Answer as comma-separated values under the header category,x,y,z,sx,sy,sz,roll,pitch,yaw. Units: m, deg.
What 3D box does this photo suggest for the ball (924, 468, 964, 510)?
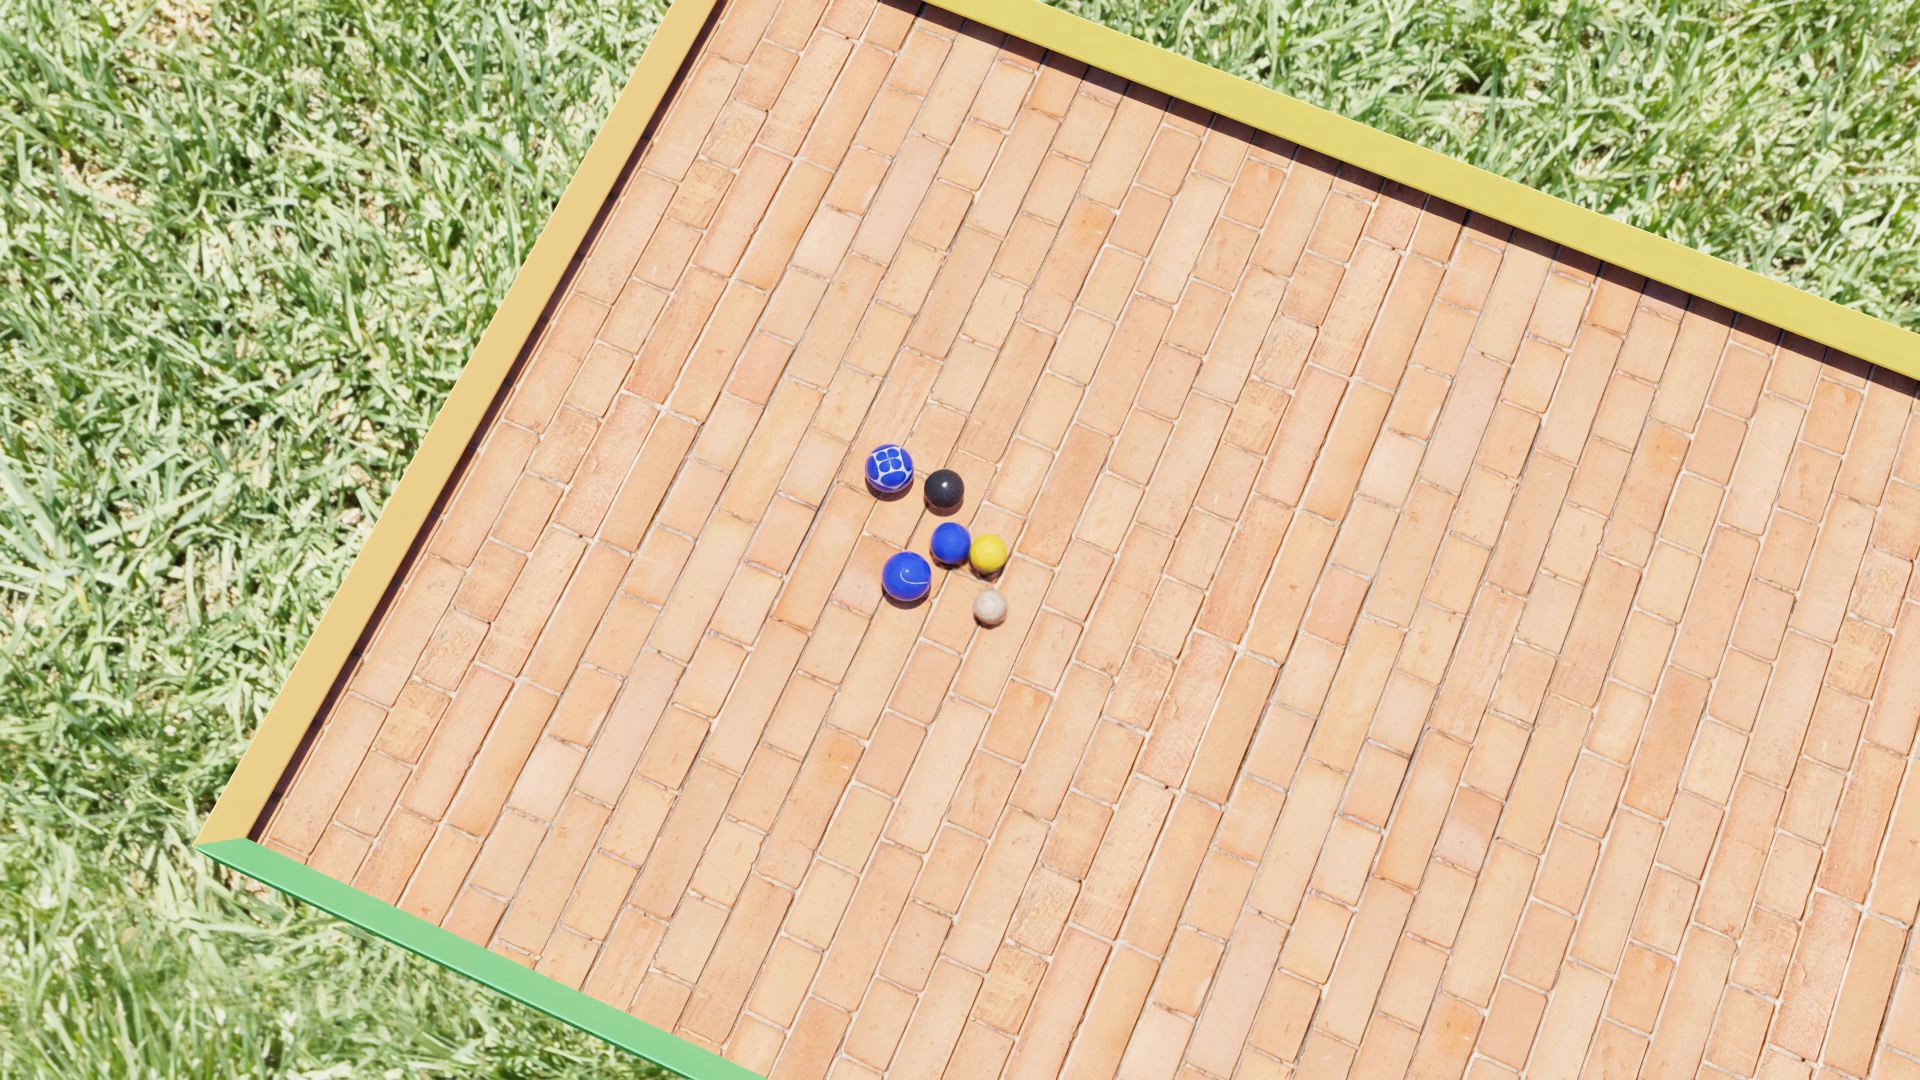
category,x,y,z,sx,sy,sz,roll,pitch,yaw
ball,-0.025,-0.080,3.471,0.065,0.065,0.065,0,70,0

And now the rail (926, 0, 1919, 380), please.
category,x,y,z,sx,sy,sz,roll,pitch,yaw
rail,1.111,-0.456,3.587,3.285,0.103,0.045,23,72,8

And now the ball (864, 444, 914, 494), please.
category,x,y,z,sx,sy,sz,roll,pitch,yaw
ball,-0.111,-0.113,3.476,0.079,0.079,0.079,0,70,0

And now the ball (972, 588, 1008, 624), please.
category,x,y,z,sx,sy,sz,roll,pitch,yaw
ball,0.047,0.103,3.411,0.055,0.055,0.055,0,70,0

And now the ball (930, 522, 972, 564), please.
category,x,y,z,sx,sy,sz,roll,pitch,yaw
ball,-0.015,0.004,3.440,0.066,0.066,0.066,0,70,0

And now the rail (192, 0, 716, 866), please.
category,x,y,z,sx,sy,sz,roll,pitch,yaw
rail,-0.729,-0.310,3.534,0.045,0.103,1.823,23,72,8

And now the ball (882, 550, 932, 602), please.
category,x,y,z,sx,sy,sz,roll,pitch,yaw
ball,-0.083,0.056,3.415,0.079,0.079,0.079,0,70,0

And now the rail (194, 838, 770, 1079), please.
category,x,y,z,sx,sy,sz,roll,pitch,yaw
rail,0.390,1.070,3.034,3.285,0.103,0.045,23,72,8

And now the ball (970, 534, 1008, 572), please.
category,x,y,z,sx,sy,sz,roll,pitch,yaw
ball,0.044,0.021,3.426,0.060,0.060,0.060,0,70,0
